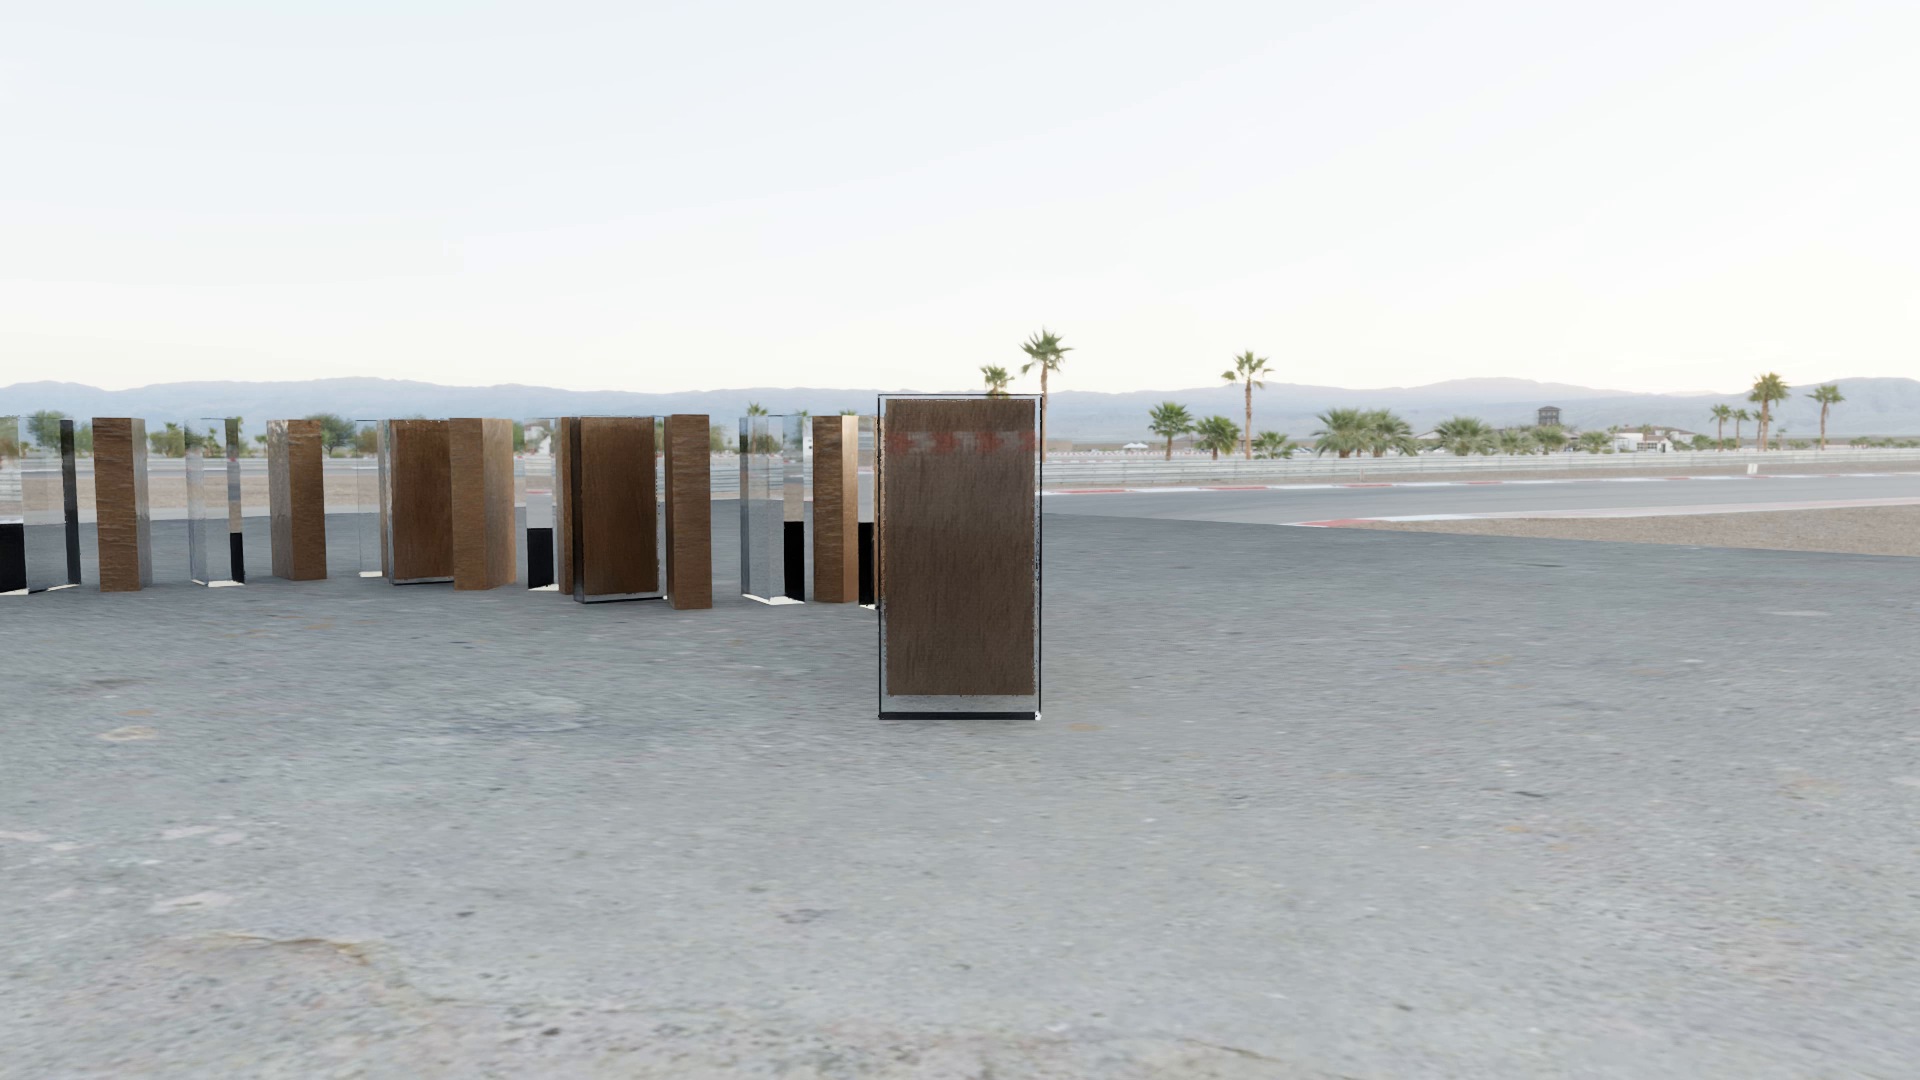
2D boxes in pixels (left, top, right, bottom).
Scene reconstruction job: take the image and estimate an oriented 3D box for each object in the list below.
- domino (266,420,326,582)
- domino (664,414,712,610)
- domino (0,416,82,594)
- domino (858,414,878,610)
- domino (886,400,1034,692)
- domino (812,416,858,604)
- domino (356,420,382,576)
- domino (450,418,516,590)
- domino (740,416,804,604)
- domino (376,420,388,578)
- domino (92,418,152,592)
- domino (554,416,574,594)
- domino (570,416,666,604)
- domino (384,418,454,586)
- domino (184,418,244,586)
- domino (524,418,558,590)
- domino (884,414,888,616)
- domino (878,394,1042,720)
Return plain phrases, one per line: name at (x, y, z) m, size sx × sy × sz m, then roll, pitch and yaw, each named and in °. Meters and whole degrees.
domino at (-0.211, -0.013, 0.408) m, size 0.009 × 0.050 × 0.025 m, roll -4°, pitch 6°, yaw -42°
domino at (-0.072, -0.008, 0.340) m, size 0.009 × 0.050 × 0.025 m, roll -1°, pitch 4°, yaw -17°
domino at (-0.270, -0.010, 0.373) m, size 0.009 × 0.050 × 0.025 m, roll 0°, pitch 4°, yaw -4°
domino at (-0.013, -0.008, 0.338) m, size 0.025 × 0.050 × 0.010 m, roll -2°, pitch 5°, yaw -30°
domino at (0.000, 0.001, 0.224) m, size 0.025 × 0.050 × 0.010 m, roll 0°, pitch 4°, yaw 0°
domino at (-0.030, -0.009, 0.354) m, size 0.010 × 0.050 × 0.025 m, roll 2°, pitch 5°, yaw 26°
domino at (-0.193, -0.014, 0.422) m, size 0.010 × 0.050 × 0.025 m, roll -2°, pitch 5°, yaw -25°
domino at (-0.142, -0.011, 0.384) m, size 0.009 × 0.050 × 0.025 m, roll 0°, pitch 4°, yaw 0°
domino at (-0.052, -0.009, 0.351) m, size 0.009 × 0.050 × 0.025 m, roll -2°, pitch 5°, yaw -28°
domino at (-0.173, -0.014, 0.414) m, size 0.025 × 0.050 × 0.010 m, roll -3°, pitch 5°, yaw -35°
domino at (-0.247, -0.011, 0.379) m, size 0.009 × 0.050 × 0.025 m, roll -2°, pitch 5°, yaw -25°
domino at (-0.102, -0.010, 0.370) m, size 0.025 × 0.050 × 0.010 m, roll -2°, pitch 5°, yaw -28°
domino at (-0.092, -0.009, 0.349) m, size 0.025 × 0.050 × 0.009 m, roll -3°, pitch 5°, yaw -34°
domino at (-0.162, -0.012, 0.394) m, size 0.025 × 0.050 × 0.010 m, roll -3°, pitch 5°, yaw -33°
domino at (-0.228, -0.012, 0.392) m, size 0.009 × 0.050 × 0.025 m, roll -4°, pitch 6°, yaw -41°
domino at (-0.119, -0.011, 0.384) m, size 0.010 × 0.050 × 0.025 m, roll 1°, pitch 4°, yaw 10°
domino at (-0.005, -0.006, 0.316) m, size 0.025 × 0.050 × 0.009 m, roll -1°, pitch 4°, yaw -14°
domino at (0.000, 0.002, 0.201) m, size 0.025 × 0.050 × 0.010 m, roll 0°, pitch 4°, yaw 0°
